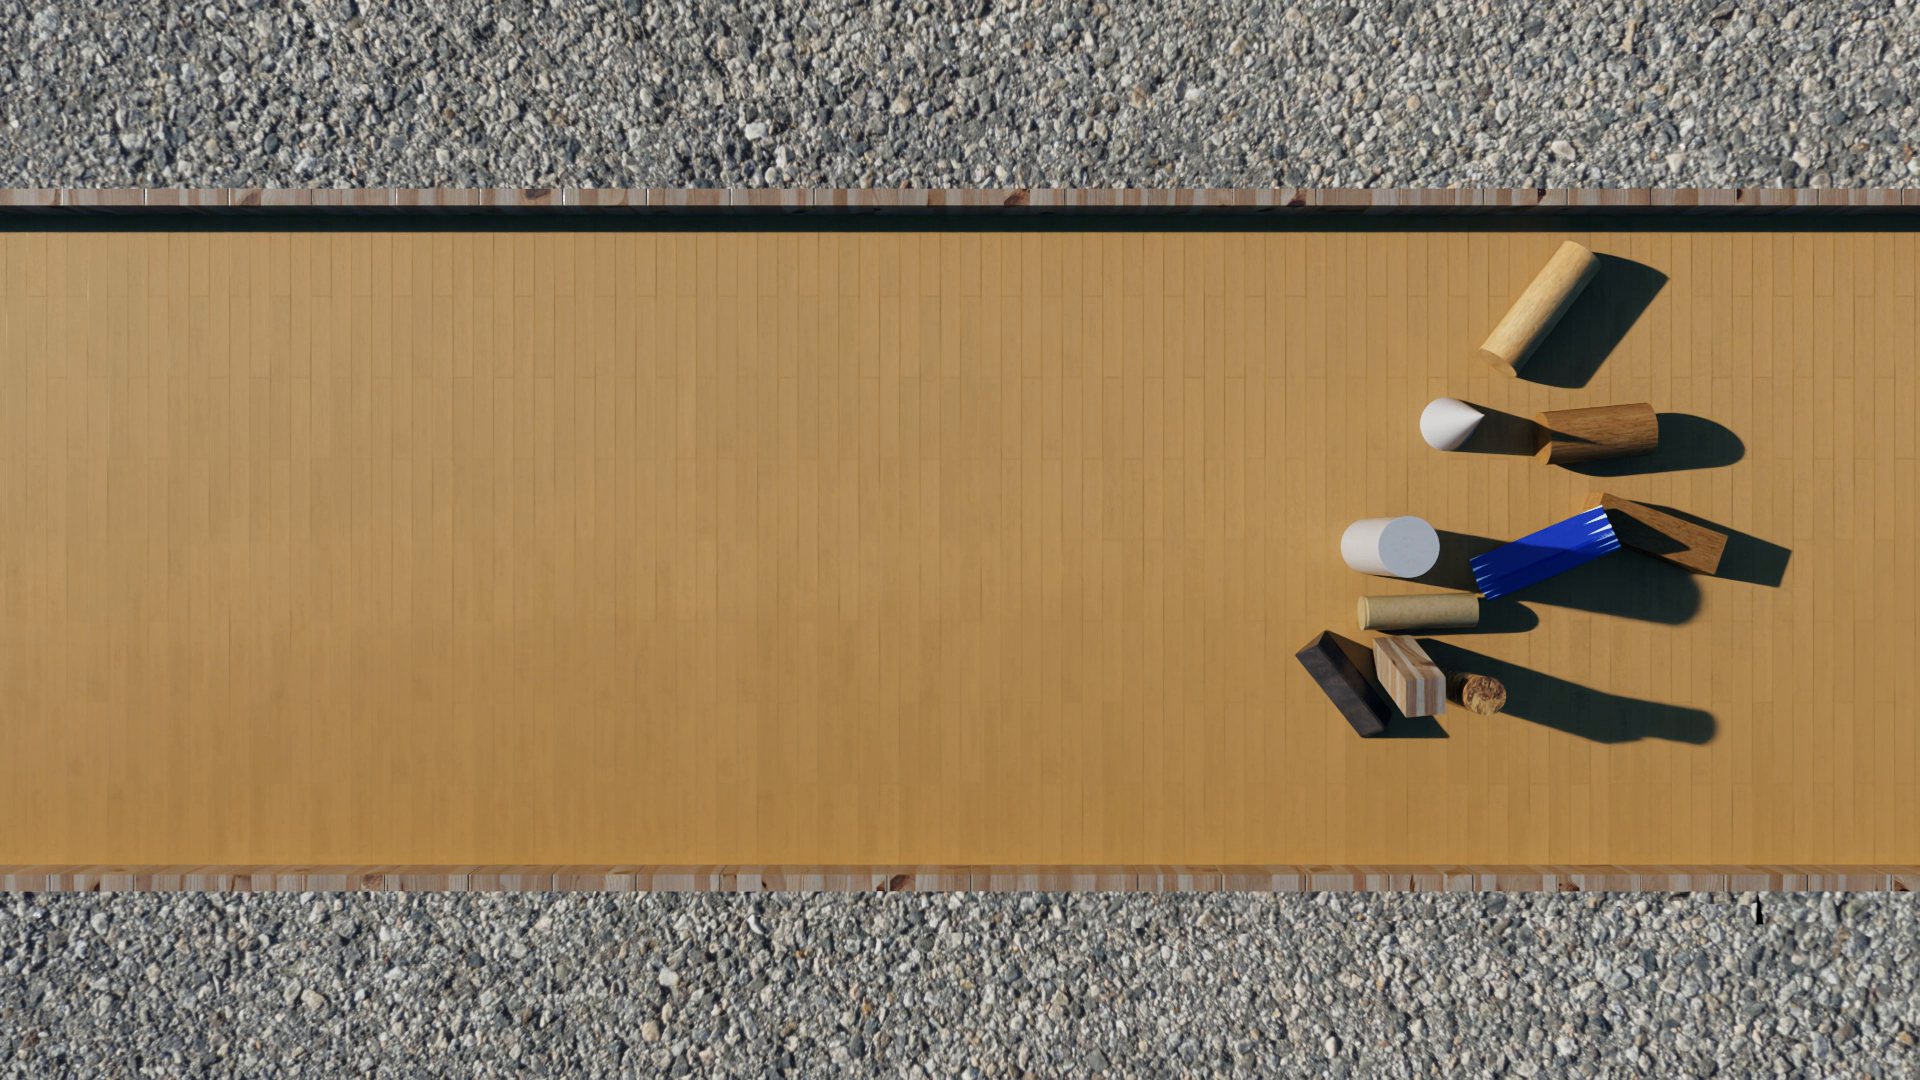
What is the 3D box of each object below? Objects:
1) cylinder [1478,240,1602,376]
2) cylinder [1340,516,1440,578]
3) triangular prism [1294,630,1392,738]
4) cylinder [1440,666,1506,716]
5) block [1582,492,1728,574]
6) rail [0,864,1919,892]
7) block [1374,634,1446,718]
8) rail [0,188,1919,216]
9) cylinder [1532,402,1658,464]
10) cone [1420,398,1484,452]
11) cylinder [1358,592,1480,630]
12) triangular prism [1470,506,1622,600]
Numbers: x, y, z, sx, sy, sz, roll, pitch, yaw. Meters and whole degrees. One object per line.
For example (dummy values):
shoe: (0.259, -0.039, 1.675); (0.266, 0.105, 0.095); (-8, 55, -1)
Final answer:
cylinder: (1.759, -0.701, 5.008); (0.137, 0.137, 0.415); (38, 90, 0)
cylinder: (1.259, 0.019, 4.851); (0.173, 0.451, 0.173); (0, 90, 0)
triangular prism: (1.179, 0.443, 5.021); (0.121, 0.105, 0.328); (-39, 90, 0)
cylinder: (1.502, 0.446, 4.891); (0.112, 0.371, 0.112); (0, 90, 0)
block: (2.101, -0.020, 5.015); (0.396, 0.123, 0.123); (20, 90, 0)
rail: (-2.247, 1.025, 5.001); (12.000, 0.150, 0.050); (0, 90, 0)
block: (1.330, 0.400, 4.892); (0.115, 0.351, 0.115); (-5, 107, 0)
rail: (-2.247, -1.025, 5.002); (12.000, 0.150, 0.050); (0, 90, 0)
cylinder: (1.921, -0.321, 4.995); (0.320, 0.161, 0.161); (-5, 90, 0)
cone: (1.500, -0.357, 4.897); (0.167, 0.360, 0.167); (0, 90, 0)
cylinder: (1.394, 0.218, 5.024); (0.342, 0.104, 0.104); (-2, 90, 0)
triangular prism: (1.754, 0.051, 4.945); (0.413, 0.121, 0.140); (-25, 90, 20)
